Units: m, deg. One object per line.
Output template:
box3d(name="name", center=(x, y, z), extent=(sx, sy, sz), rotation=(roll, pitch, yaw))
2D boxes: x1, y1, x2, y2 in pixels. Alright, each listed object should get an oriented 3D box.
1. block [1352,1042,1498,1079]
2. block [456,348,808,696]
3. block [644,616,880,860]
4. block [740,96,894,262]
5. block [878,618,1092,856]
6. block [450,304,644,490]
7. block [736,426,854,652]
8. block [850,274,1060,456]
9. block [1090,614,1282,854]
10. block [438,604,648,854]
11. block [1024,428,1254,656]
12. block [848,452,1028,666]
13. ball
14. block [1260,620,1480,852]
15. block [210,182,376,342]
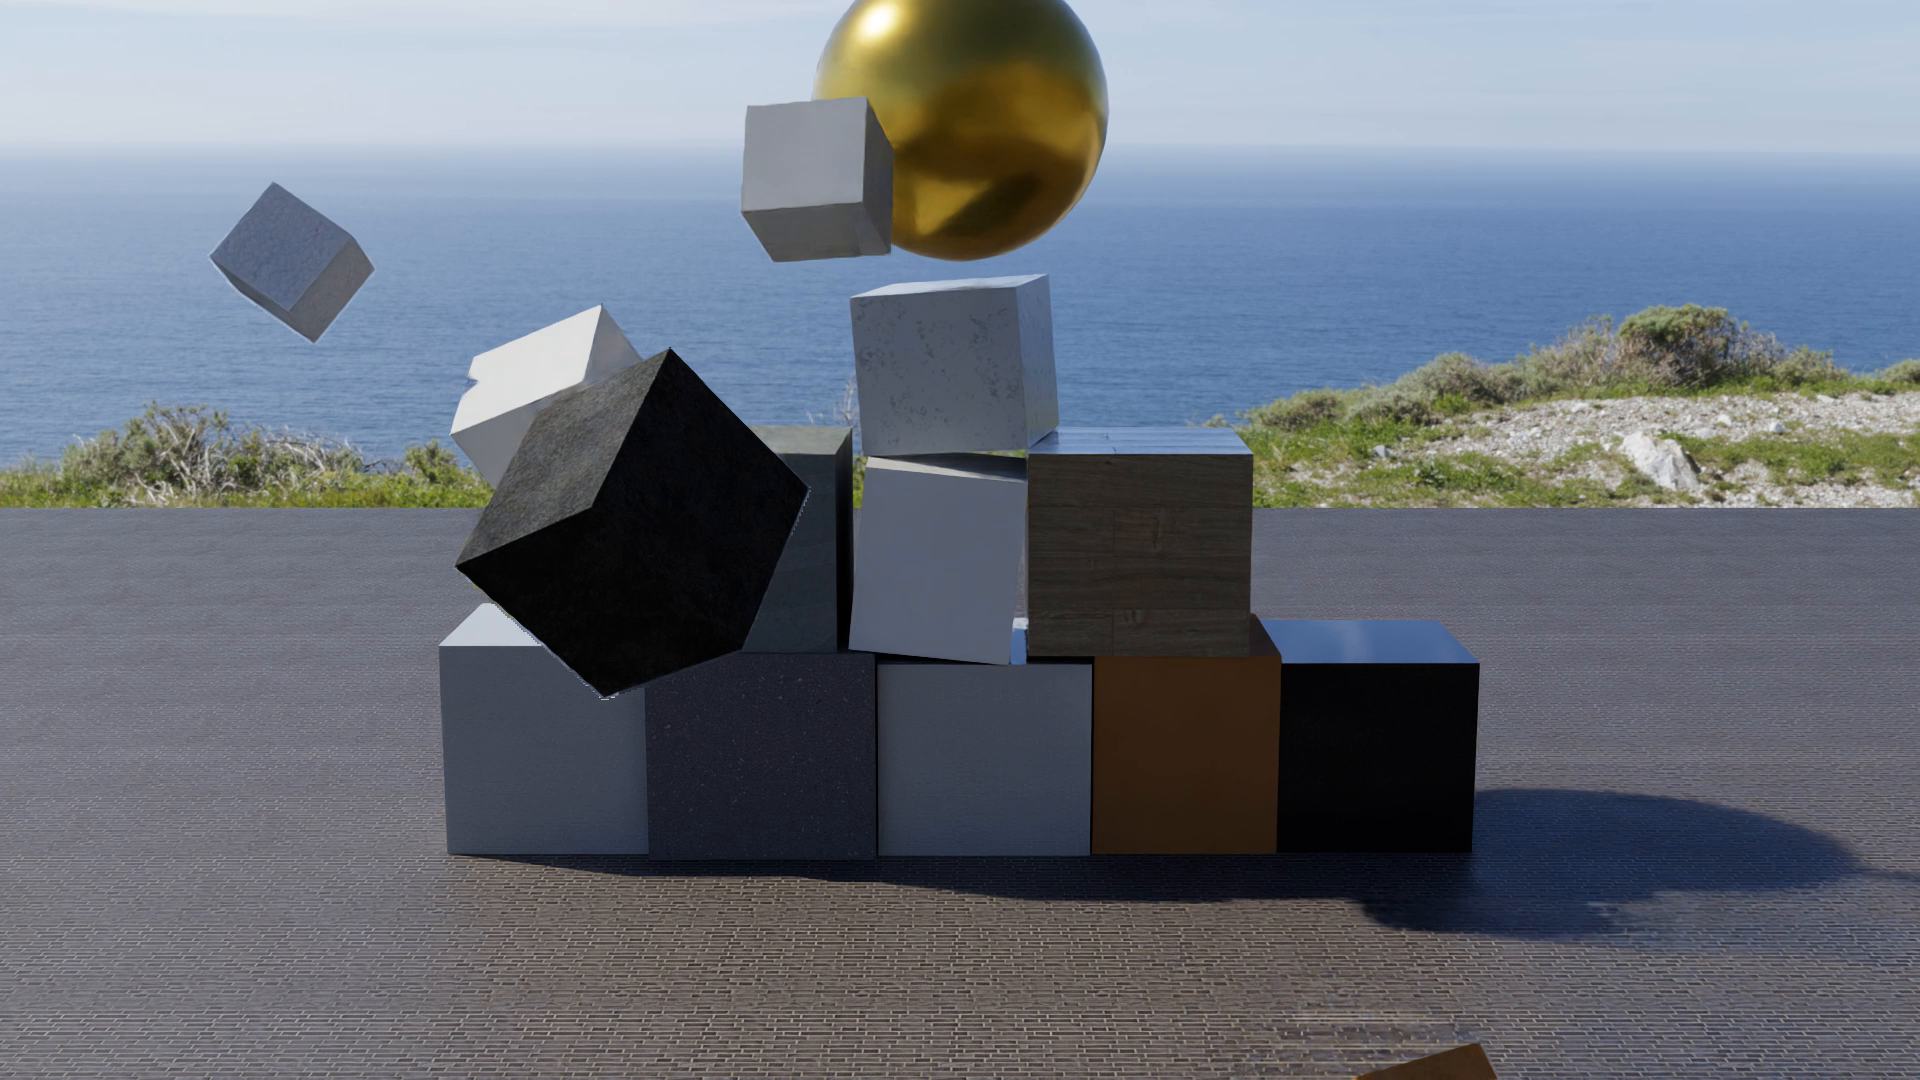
box3d(name="block", center=(1.211, 1.890, 6.215), extent=(0.671, 0.631, 0.631), rotation=(3, -35, -48))
box3d(name="block", center=(-1.086, -0.047, 7.383), extent=(0.679, 0.713, 0.734), rotation=(-20, 37, 37))
box3d(name="block", center=(-0.977, 0.964, 11.354), extent=(1.124, 1.041, 1.153), rotation=(0, 10, 0))
box3d(name="block", center=(-0.683, -1.742, 10.675), extent=(0.595, 0.559, 0.564), rotation=(-3, -19, 12))
box3d(name="block", center=(0.120, 0.995, 11.370), extent=(1.051, 0.975, 1.062), rotation=(0, 10, 0))
box3d(name="block", center=(-2.117, -0.641, 11.858), extent=(0.832, 0.785, 0.666), rotation=(-19, 39, 19))
box3d(name="block", center=(-1.050, -0.026, 11.163), extent=(0.936, 0.976, 1.040), rotation=(0, 10, 2))
box3d(name="block", center=(-0.010, -0.898, 11.171), extent=(0.836, 0.791, 0.857), rotation=(-2, 10, 13))
box3d(name="block", center=(1.117, 0.978, 11.352), extent=(0.918, 1.015, 0.982), rotation=(0, 10, 0))
box3d(name="block", center=(-2.052, 0.951, 11.361), extent=(1.006, 1.064, 1.005), rotation=(0, 10, 0))
box3d(name="block", center=(0.878, -0.011, 11.159), extent=(1.080, 1.001, 0.992), rotation=(0, 10, 1))
box3d(name="block", center=(-0.103, 0.055, 11.077), extent=(0.788, 0.905, 0.849), rotation=(6, 10, 0))
box3d(name="ball", center=(0.000, -2.299, 11.779), extent=(1.600, 1.600, 1.600), rotation=(0, 10, 0))
box3d(name="block", center=(2.069, 0.995, 11.375), extent=(0.971, 0.972, 0.983), rotation=(0, 10, 0))
box3d(name="block", center=(-3.664, -1.523, 12.094), extent=(0.551, 0.539, 0.487), rotation=(34, -13, 8))
